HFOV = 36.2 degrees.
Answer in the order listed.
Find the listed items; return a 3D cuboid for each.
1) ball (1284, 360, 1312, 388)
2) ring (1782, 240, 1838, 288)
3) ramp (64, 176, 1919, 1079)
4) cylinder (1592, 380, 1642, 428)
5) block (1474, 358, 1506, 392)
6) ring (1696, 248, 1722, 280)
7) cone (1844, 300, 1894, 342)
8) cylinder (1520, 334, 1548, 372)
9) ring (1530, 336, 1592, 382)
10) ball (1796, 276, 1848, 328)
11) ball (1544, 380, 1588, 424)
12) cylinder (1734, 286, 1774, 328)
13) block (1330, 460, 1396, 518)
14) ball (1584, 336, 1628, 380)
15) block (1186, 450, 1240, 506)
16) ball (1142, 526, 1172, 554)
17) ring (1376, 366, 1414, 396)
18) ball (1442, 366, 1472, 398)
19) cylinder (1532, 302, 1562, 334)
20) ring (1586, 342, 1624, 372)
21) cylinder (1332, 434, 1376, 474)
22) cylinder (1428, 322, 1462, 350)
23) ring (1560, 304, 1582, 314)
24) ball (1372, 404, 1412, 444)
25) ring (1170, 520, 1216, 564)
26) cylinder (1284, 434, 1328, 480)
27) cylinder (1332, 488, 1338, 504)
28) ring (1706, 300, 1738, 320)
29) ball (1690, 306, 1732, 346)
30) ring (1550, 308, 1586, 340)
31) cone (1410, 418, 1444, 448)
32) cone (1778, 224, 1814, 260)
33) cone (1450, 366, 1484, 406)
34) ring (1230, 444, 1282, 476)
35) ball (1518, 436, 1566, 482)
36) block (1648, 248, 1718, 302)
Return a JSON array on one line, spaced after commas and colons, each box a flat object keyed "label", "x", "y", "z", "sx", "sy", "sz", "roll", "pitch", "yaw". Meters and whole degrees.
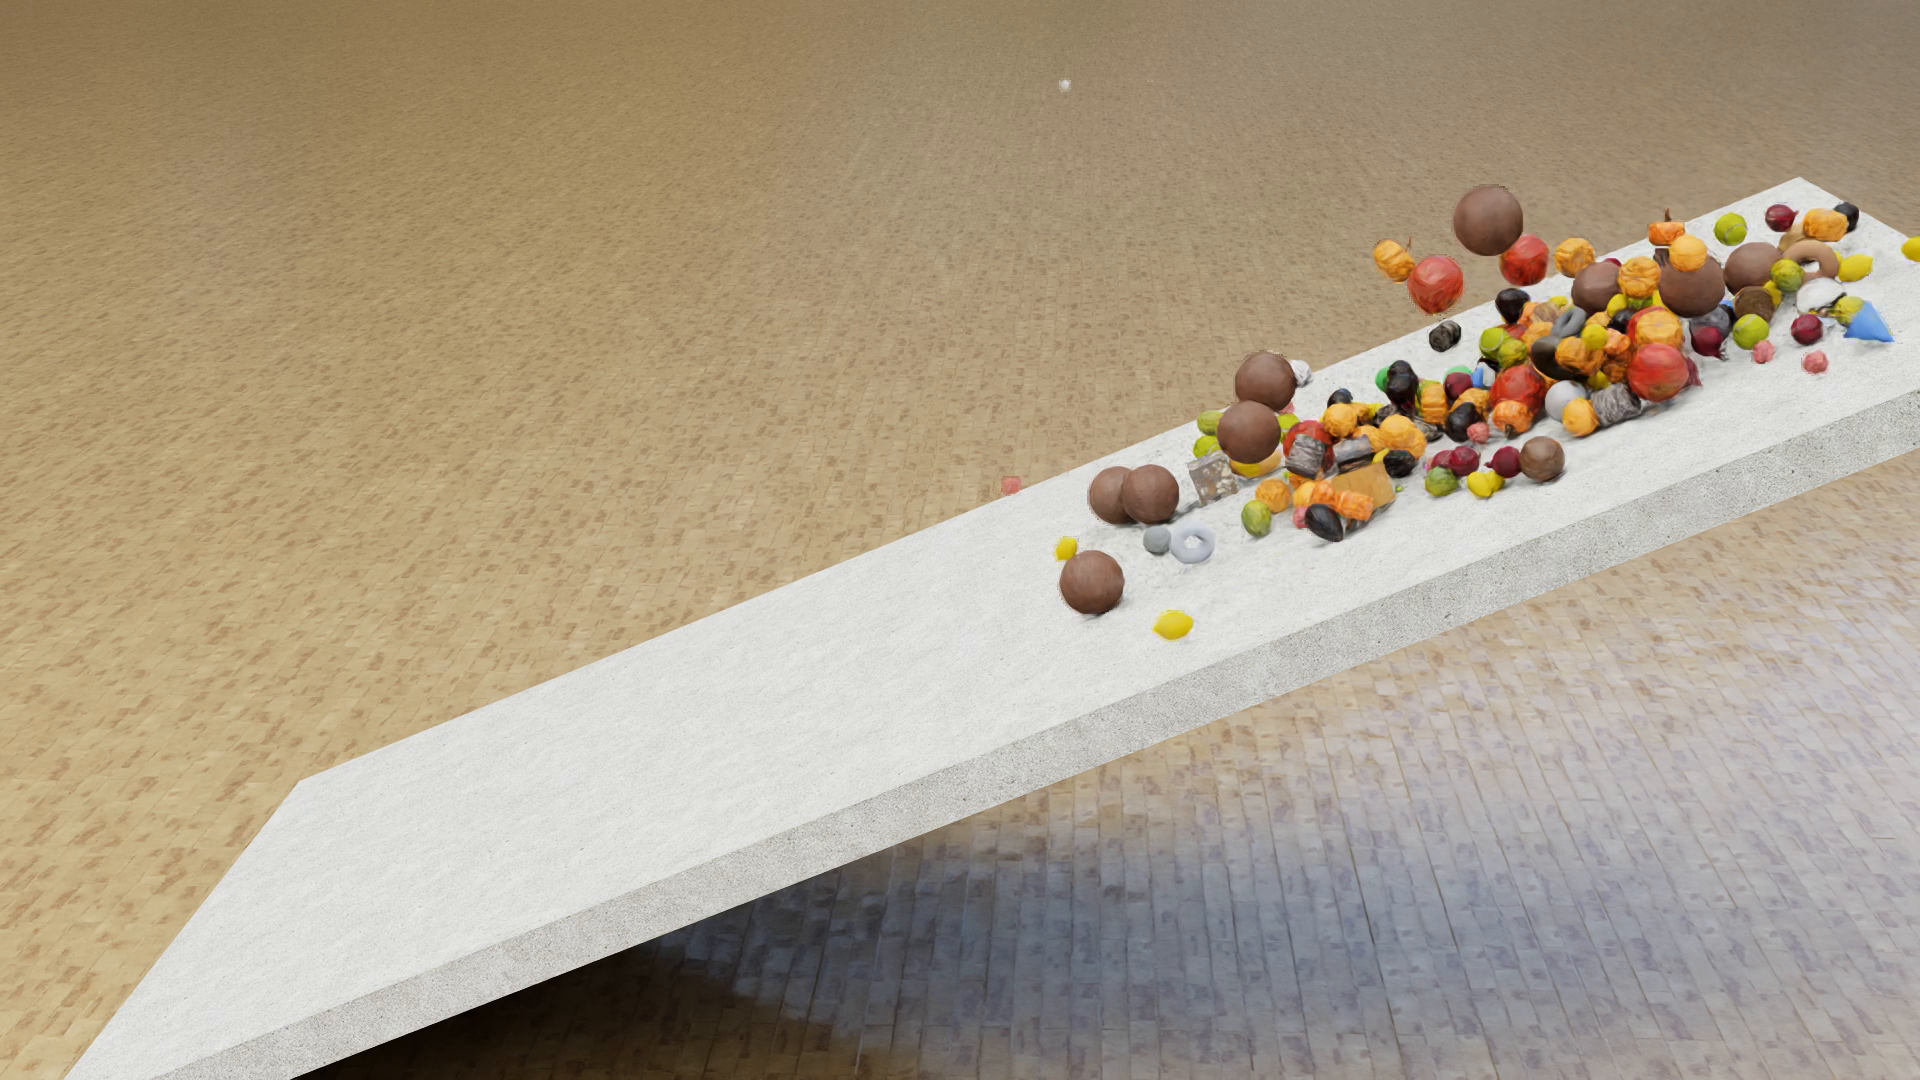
[{"label": "ball", "x": 0.808, "y": -0.399, "z": 7.045, "sx": 0.066, "sy": 0.066, "sz": 0.066, "roll": 0, "pitch": 14, "yaw": 0}, {"label": "ring", "x": 1.712, "y": -0.553, "z": 5.923, "sx": 0.111, "sy": 0.111, "sz": 0.037, "roll": 5, "pitch": 34, "yaw": 20}, {"label": "ramp", "x": 0.128, "y": 0.172, "z": 6.287, "sx": 4.000, "sy": 0.100, "sz": 2.000, "roll": -22, "pitch": 12, "yaw": 8}, {"label": "cylinder", "x": 1.256, "y": -0.261, "z": 5.623, "sx": 0.070, "sy": 0.070, "sz": 0.070, "roll": -23, "pitch": 3, "yaw": 27}, {"label": "block", "x": 1.121, "y": -0.351, "z": 6.240, "sx": 0.052, "sy": 0.052, "sz": 0.052, "roll": 19, "pitch": 19, "yaw": 14}, {"label": "ring", "x": 1.598, "y": -0.591, "z": 6.326, "sx": 0.087, "sy": 0.087, "sz": 0.029, "roll": 14, "pitch": 46, "yaw": 43}, {"label": "cone", "x": 1.678, "y": -0.384, "z": 5.388, "sx": 0.083, "sy": 0.083, "sz": 0.083, "roll": 35, "pitch": 26, "yaw": 15}, {"label": "cylinder", "x": 1.200, "y": -0.389, "z": 6.102, "sx": 0.060, "sy": 0.060, "sz": 0.060, "roll": -13, "pitch": -21, "yaw": -5}, {"label": "ring", "x": 1.193, "y": -0.358, "z": 5.840, "sx": 0.129, "sy": 0.043, "sz": 0.129, "roll": 26, "pitch": -20, "yaw": 10}, {"label": "ball", "x": 1.657, "y": -0.457, "z": 5.656, "sx": 0.098, "sy": 0.098, "sz": 0.098, "roll": 0, "pitch": 14, "yaw": 0}, {"label": "ball", "x": 1.180, "y": -0.268, "z": 5.723, "sx": 0.085, "sy": 0.085, "sz": 0.085, "roll": 0, "pitch": 14, "yaw": 0}, {"label": "cylinder", "x": 1.581, "y": -0.465, "z": 5.856, "sx": 0.076, "sy": 0.076, "sz": 0.076, "roll": 3, "pitch": 13, "yaw": 13}, {"label": "block", "x": 0.788, "y": -0.100, "z": 5.749, "sx": 0.080, "sy": 0.080, "sz": 0.080, "roll": -19, "pitch": 1, "yaw": 34}, {"label": "ball", "x": 1.307, "y": -0.369, "z": 5.950, "sx": 0.090, "sy": 0.090, "sz": 0.090, "roll": 0, "pitch": 14, "yaw": 0}, {"label": "block", "x": 0.548, "y": -0.135, "z": 6.373, "sx": 0.084, "sy": 0.084, "sz": 0.084, "roll": -22, "pitch": 12, "yaw": 6}, {"label": "ball", "x": 0.411, "y": 0.000, "z": 6.111, "sx": 0.062, "sy": 0.062, "sz": 0.062, "roll": 0, "pitch": 14, "yaw": 0}, {"label": "ring", "x": 0.940, "y": -0.344, "z": 6.356, "sx": 0.083, "sy": 0.083, "sz": 0.028, "roll": 3, "pitch": 52, "yaw": 11}, {"label": "ball", "x": 1.070, "y": -0.338, "z": 6.302, "sx": 0.070, "sy": 0.070, "sz": 0.070, "roll": 0, "pitch": 14, "yaw": 0}, {"label": "cylinder", "x": 1.239, "y": -0.468, "z": 6.206, "sx": 0.063, "sy": 0.063, "sz": 0.063, "roll": 3, "pitch": 0, "yaw": 12}, {"label": "ring", "x": 1.318, "y": -0.375, "z": 6.023, "sx": 0.079, "sy": 0.026, "sz": 0.079, "roll": -6, "pitch": 49, "yaw": 8}, {"label": "cylinder", "x": 0.812, "y": -0.171, "z": 6.044, "sx": 0.076, "sy": 0.076, "sz": 0.076, "roll": -18, "pitch": 11, "yaw": 12}, {"label": "cylinder", "x": 1.120, "y": -0.471, "z": 6.791, "sx": 0.057, "sy": 0.057, "sz": 0.057, "roll": 10, "pitch": 17, "yaw": 35}, {"label": "ring", "x": 1.330, "y": -0.490, "z": 6.482, "sx": 0.094, "sy": 0.031, "sz": 0.094, "roll": -24, "pitch": -16, "yaw": -7}, {"label": "ball", "x": 0.904, "y": -0.241, "z": 6.146, "sx": 0.084, "sy": 0.084, "sz": 0.084, "roll": 0, "pitch": 14, "yaw": 0}, {"label": "ring", "x": 0.466, "y": 0.006, "z": 5.888, "sx": 0.094, "sy": 0.094, "sz": 0.031, "roll": -2, "pitch": 21, "yaw": -8}, {"label": "cylinder", "x": 0.700, "y": -0.168, "z": 5.952, "sx": 0.069, "sy": 0.069, "sz": 0.069, "roll": 22, "pitch": -7, "yaw": 3}, {"label": "cylinder", "x": 0.779, "y": -0.099, "z": 5.870, "sx": 0.053, "sy": 0.053, "sz": 0.053, "roll": -13, "pitch": 3, "yaw": -42}, {"label": "ring", "x": 1.557, "y": -0.467, "z": 5.999, "sx": 0.102, "sy": 0.034, "sz": 0.102, "roll": -9, "pitch": 9, "yaw": 2}, {"label": "ball", "x": 1.496, "y": -0.427, "z": 5.868, "sx": 0.081, "sy": 0.081, "sz": 0.081, "roll": 0, "pitch": 14, "yaw": 0}, {"label": "ring", "x": 1.224, "y": -0.430, "z": 5.920, "sx": 0.030, "sy": 0.091, "sz": 0.091, "roll": 39, "pitch": 8, "yaw": -13}, {"label": "cone", "x": 0.968, "y": -0.217, "z": 6.060, "sx": 0.065, "sy": 0.065, "sz": 0.065, "roll": 10, "pitch": 17, "yaw": 27}, {"label": "cone", "x": 1.785, "y": -0.606, "z": 6.183, "sx": 0.091, "sy": 0.091, "sz": 0.091, "roll": -8, "pitch": 33, "yaw": -27}, {"label": "cone", "x": 1.068, "y": -0.328, "z": 6.103, "sx": 0.077, "sy": 0.077, "sz": 0.077, "roll": 26, "pitch": 5, "yaw": -2}, {"label": "ring", "x": 0.643, "y": -0.174, "z": 6.397, "sx": 0.117, "sy": 0.039, "sz": 0.117, "roll": -13, "pitch": 25, "yaw": 6}, {"label": "ball", "x": 1.080, "y": -0.150, "z": 5.458, "sx": 0.086, "sy": 0.086, "sz": 0.086, "roll": 0, "pitch": 14, "yaw": 0}, {"label": "block", "x": 1.514, "y": -0.553, "z": 6.160, "sx": 0.094, "sy": 0.094, "sz": 0.094, "roll": 5, "pitch": -7, "yaw": 45}]
